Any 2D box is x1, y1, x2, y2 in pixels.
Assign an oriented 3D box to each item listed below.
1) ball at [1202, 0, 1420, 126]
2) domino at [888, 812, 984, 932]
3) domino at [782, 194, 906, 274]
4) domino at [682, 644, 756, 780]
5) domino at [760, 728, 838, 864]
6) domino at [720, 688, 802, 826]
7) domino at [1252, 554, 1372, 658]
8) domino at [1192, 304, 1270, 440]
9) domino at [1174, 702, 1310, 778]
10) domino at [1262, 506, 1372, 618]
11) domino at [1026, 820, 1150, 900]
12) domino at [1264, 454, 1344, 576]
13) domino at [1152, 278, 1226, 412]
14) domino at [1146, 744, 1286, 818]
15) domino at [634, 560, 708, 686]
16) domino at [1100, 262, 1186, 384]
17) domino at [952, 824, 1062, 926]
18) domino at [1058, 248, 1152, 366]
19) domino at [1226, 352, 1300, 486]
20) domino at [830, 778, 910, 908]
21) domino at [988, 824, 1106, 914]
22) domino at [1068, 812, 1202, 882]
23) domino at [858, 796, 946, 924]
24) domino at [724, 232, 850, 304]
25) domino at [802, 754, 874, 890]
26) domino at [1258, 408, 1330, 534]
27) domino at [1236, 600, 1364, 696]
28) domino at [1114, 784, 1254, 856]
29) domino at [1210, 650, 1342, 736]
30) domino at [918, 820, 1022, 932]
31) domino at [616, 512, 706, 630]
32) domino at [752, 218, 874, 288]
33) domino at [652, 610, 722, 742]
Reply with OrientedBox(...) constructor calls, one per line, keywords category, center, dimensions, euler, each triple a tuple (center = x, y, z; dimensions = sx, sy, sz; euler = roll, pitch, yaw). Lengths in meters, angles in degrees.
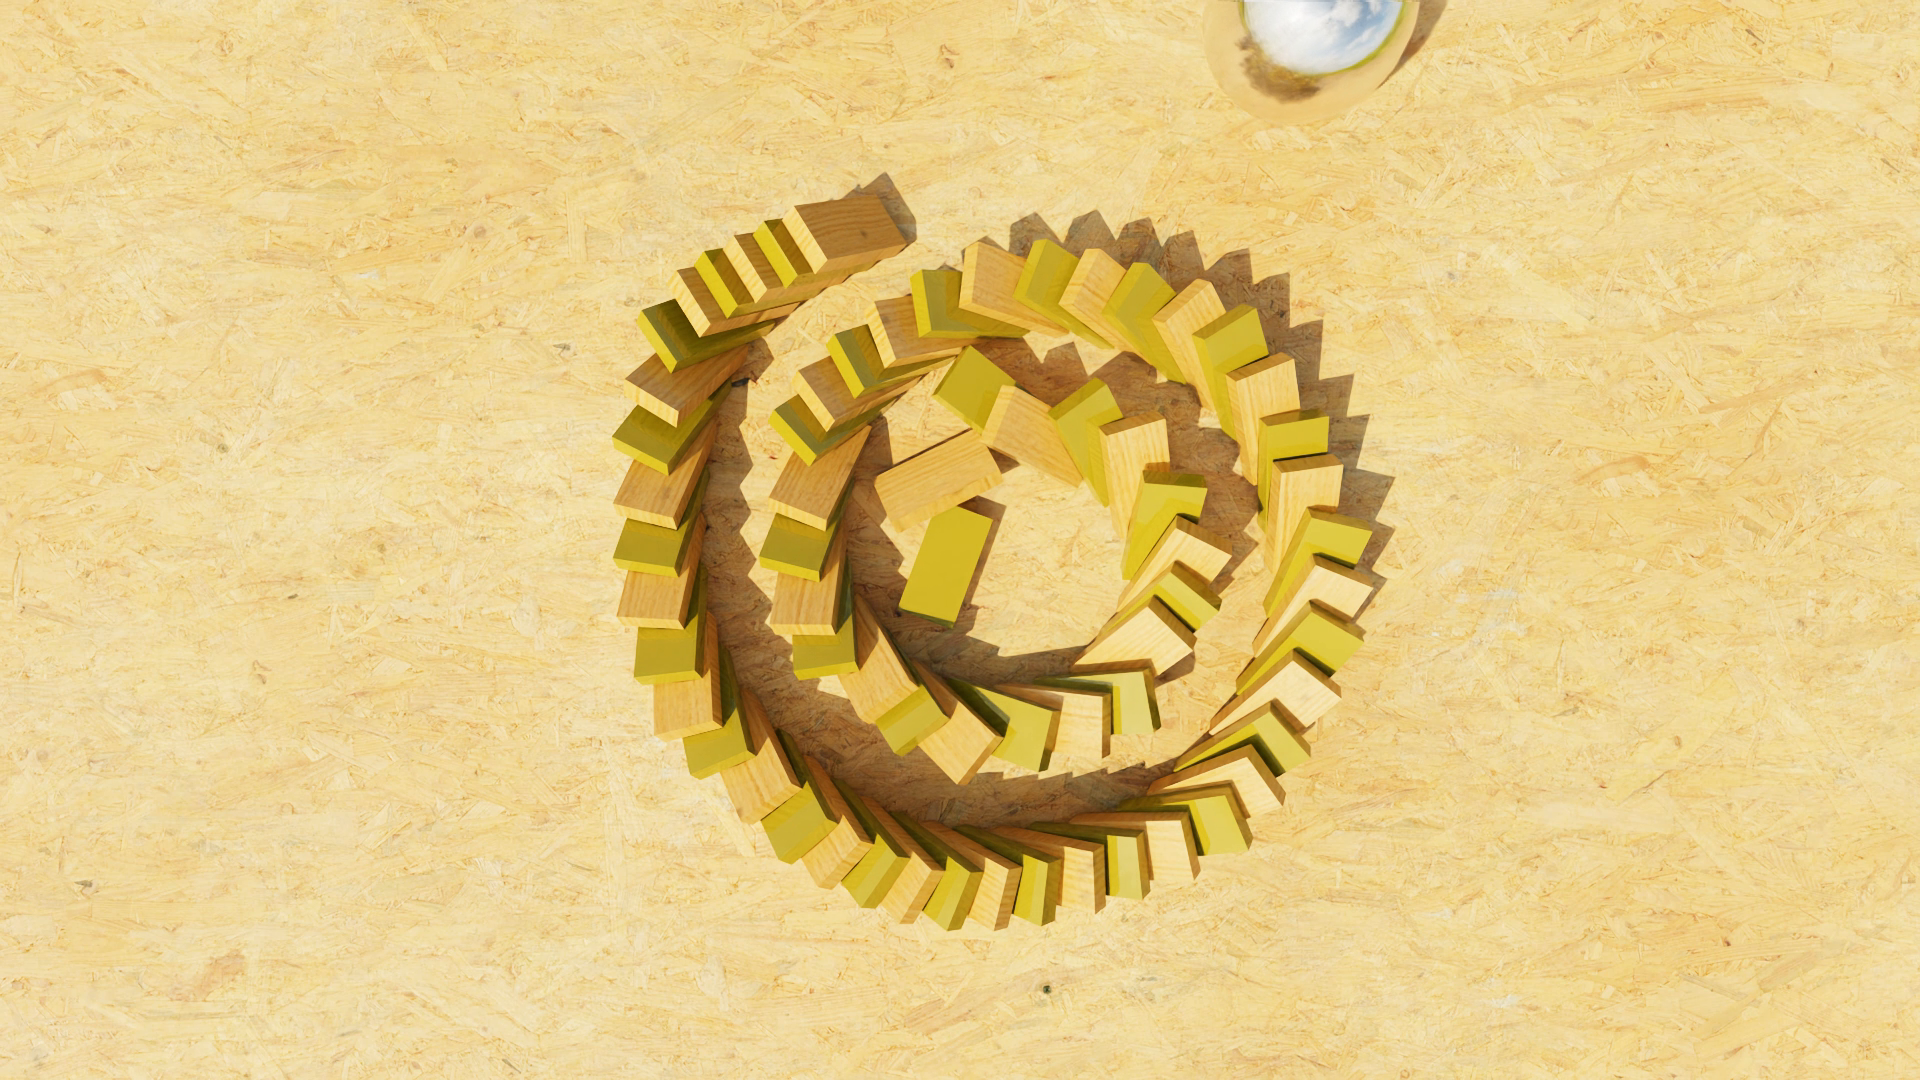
OrientedBox(category="ball", center=(0.136, -0.207, 0.360), dimensions=(0.080, 0.080, 0.080), euler=(0, 90, 0))
OrientedBox(category="domino", center=(-0.015, 0.136, 0.380), dimensions=(0.050, 0.009, 0.025), euler=(22, 91, 41))
OrientedBox(category="domino", center=(-0.047, -0.127, 0.379), dimensions=(0.010, 0.050, 0.025), euler=(-32, 90, 43))
OrientedBox(category="domino", center=(-0.104, 0.071, 0.384), dimensions=(0.025, 0.010, 0.050), euler=(-23, 60, 0))
OrientedBox(category="domino", center=(-0.073, 0.106, 0.381), dimensions=(0.025, 0.009, 0.050), euler=(-41, 51, 0))
OrientedBox(category="domino", center=(-0.088, 0.090, 0.382), dimensions=(0.025, 0.009, 0.050), euler=(-36, 57, 0))
OrientedBox(category="domino", center=(0.146, 0.032, 0.383), dimensions=(0.025, 0.009, 0.050), euler=(22, 121, -1))
OrientedBox(category="domino", center=(0.116, -0.069, 0.382), dimensions=(0.025, 0.010, 0.050), euler=(-32, 122, -4))
OrientedBox(category="domino", center=(0.118, 0.092, 0.384), dimensions=(0.025, 0.009, 0.050), euler=(48, 118, 0))
OrientedBox(category="domino", center=(0.149, 0.012, 0.383), dimensions=(0.025, 0.010, 0.050), euler=(13, 121, 0))
OrientedBox(category="domino", center=(0.053, 0.133, 0.383), dimensions=(0.050, 0.009, 0.025), euler=(-6, 90, 32))
OrientedBox(category="domino", center=(0.143, -0.010, 0.382), dimensions=(0.025, 0.009, 0.050), euler=(-8, 123, -1))
OrientedBox(category="domino", center=(0.103, -0.080, 0.383), dimensions=(0.025, 0.009, 0.050), euler=(-41, 123, 0))
OrientedBox(category="domino", center=(0.106, 0.106, 0.381), dimensions=(0.050, 0.010, 0.025), euler=(-34, 94, 35))
OrientedBox(category="domino", center=(-0.120, 0.034, 0.383), dimensions=(0.025, 0.009, 0.050), euler=(-7, 61, 2))
OrientedBox(category="domino", center=(0.083, -0.089, 0.382), dimensions=(0.050, 0.009, 0.025), euler=(33, 89, -34))
OrientedBox(category="domino", center=(0.017, 0.138, 0.380), dimensions=(0.050, 0.009, 0.025), euler=(6, 90, 40))
OrientedBox(category="domino", center=(0.066, -0.096, 0.382), dimensions=(0.050, 0.010, 0.025), euler=(27, 90, -34))
OrientedBox(category="domino", center=(0.129, -0.050, 0.383), dimensions=(0.025, 0.010, 0.050), euler=(-21, 121, -1))
OrientedBox(category="domino", center=(-0.045, 0.125, 0.380), dimensions=(0.050, 0.010, 0.025), euler=(37, 93, 40))
OrientedBox(category="domino", center=(0.036, 0.136, 0.381), dimensions=(0.050, 0.009, 0.025), euler=(-1, 91, 36))
OrientedBox(category="domino", center=(0.072, 0.128, 0.382), dimensions=(0.050, 0.009, 0.025), euler=(-12, 92, 32))
OrientedBox(category="domino", center=(-0.031, 0.132, 0.380), dimensions=(0.050, 0.009, 0.025), euler=(32, 92, 40))
OrientedBox(category="domino", center=(-0.070, -0.115, 0.379), dimensions=(0.009, 0.050, 0.025), euler=(-32, 90, 43))
OrientedBox(category="domino", center=(-0.059, 0.116, 0.380), dimensions=(0.025, 0.010, 0.050), euler=(-47, 50, 1))
OrientedBox(category="domino", center=(0.139, -0.028, 0.384), dimensions=(0.025, 0.010, 0.050), euler=(-9, 119, 0))
OrientedBox(category="domino", center=(0.141, 0.051, 0.383), dimensions=(0.025, 0.009, 0.050), euler=(30, 120, -2))
OrientedBox(category="domino", center=(0.093, 0.118, 0.381), dimensions=(0.050, 0.009, 0.025), euler=(-20, 96, 34))
OrientedBox(category="domino", center=(0.131, 0.071, 0.383), dimensions=(0.025, 0.010, 0.050), euler=(38, 120, 0))
OrientedBox(category="domino", center=(0.001, 0.138, 0.380), dimensions=(0.050, 0.010, 0.025), euler=(14, 90, 41))
OrientedBox(category="domino", center=(-0.124, 0.012, 0.384), dimensions=(0.025, 0.009, 0.050), euler=(3, 62, 1))
OrientedBox(category="domino", center=(-0.058, -0.121, 0.379), dimensions=(0.010, 0.050, 0.025), euler=(-32, 90, 43))
OrientedBox(category="domino", center=(-0.114, 0.056, 0.383), dimensions=(0.025, 0.010, 0.050), euler=(-15, 60, 4))
